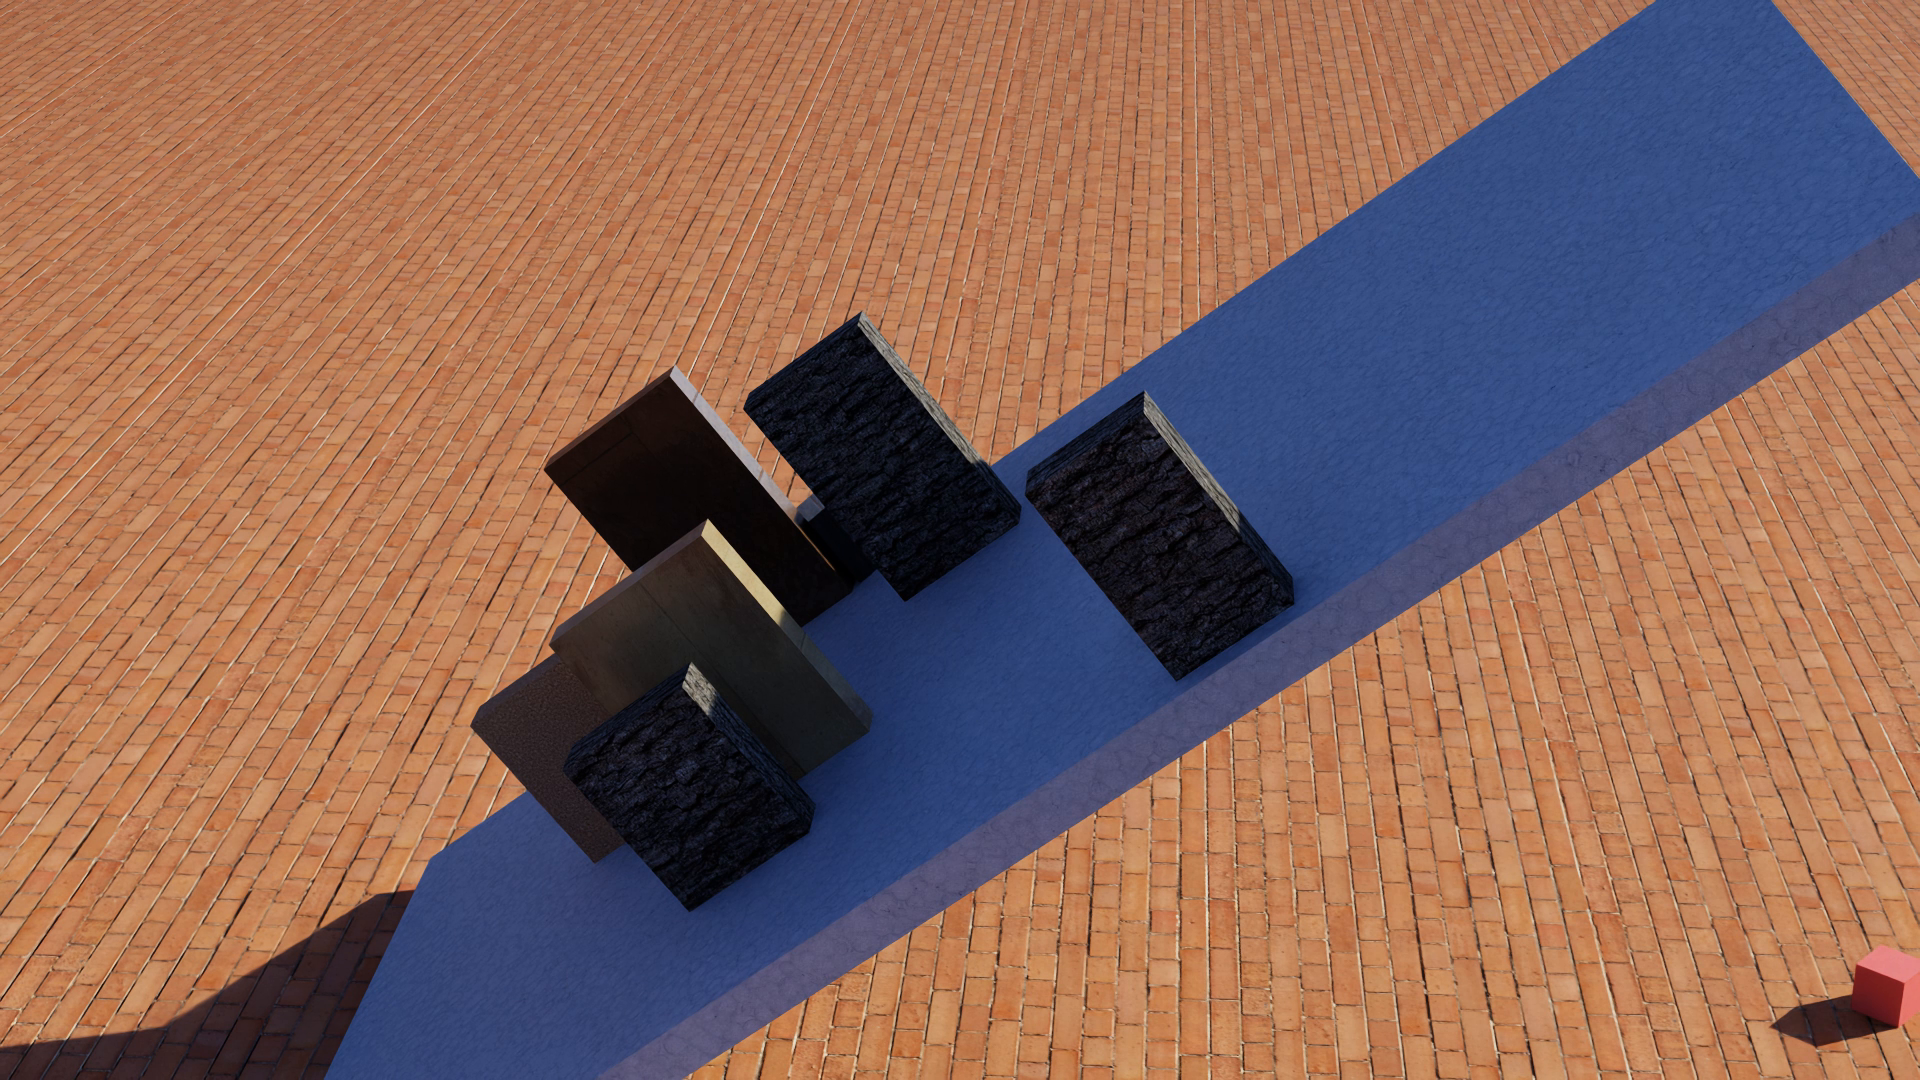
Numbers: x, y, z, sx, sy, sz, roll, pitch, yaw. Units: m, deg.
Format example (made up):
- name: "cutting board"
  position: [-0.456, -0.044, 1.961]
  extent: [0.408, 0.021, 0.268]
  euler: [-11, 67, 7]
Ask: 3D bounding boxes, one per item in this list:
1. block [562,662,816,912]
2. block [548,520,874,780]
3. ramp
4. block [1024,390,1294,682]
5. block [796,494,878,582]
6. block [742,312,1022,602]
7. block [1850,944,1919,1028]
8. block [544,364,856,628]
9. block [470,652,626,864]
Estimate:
- name: "block"
  position: [-0.553, 0.508, 6.031]
  extent: [0.321, 0.406, 0.119]
  euler: [-35, 16, 17]
- name: "block"
  position: [-0.528, 0.297, 6.272]
  extent: [0.425, 0.560, 0.091]
  euler: [-35, 16, 17]
- name: "ramp"
  position: [0.127, 0.181, 6.327]
  extent: [4.000, 0.100, 2.000]
  euler: [-35, 16, 17]
- name: "block"
  position: [0.360, -0.005, 5.277]
  extent: [0.262, 0.452, 0.117]
  euler: [-35, 16, 17]
- name: "block"
  position: [-0.251, -0.052, 7.273]
  extent: [0.202, 0.202, 0.202]
  euler: [-40, 16, -3]
- name: "block"
  position: [-0.175, -0.188, 6.745]
  extent: [0.335, 0.594, 0.104]
  euler: [-35, 16, 17]
- name: "block"
  position: [2.292, 1.099, 7.250]
  extent: [0.128, 0.128, 0.128]
  euler: [20, 30, 39]
- name: "block"
  position: [-0.633, -0.037, 7.187]
  extent: [0.404, 0.696, 0.082]
  euler: [-35, 16, 17]
- name: "block"
  position: [-0.801, 0.445, 6.714]
  extent: [0.443, 0.438, 0.101]
  euler: [-35, 16, 17]
